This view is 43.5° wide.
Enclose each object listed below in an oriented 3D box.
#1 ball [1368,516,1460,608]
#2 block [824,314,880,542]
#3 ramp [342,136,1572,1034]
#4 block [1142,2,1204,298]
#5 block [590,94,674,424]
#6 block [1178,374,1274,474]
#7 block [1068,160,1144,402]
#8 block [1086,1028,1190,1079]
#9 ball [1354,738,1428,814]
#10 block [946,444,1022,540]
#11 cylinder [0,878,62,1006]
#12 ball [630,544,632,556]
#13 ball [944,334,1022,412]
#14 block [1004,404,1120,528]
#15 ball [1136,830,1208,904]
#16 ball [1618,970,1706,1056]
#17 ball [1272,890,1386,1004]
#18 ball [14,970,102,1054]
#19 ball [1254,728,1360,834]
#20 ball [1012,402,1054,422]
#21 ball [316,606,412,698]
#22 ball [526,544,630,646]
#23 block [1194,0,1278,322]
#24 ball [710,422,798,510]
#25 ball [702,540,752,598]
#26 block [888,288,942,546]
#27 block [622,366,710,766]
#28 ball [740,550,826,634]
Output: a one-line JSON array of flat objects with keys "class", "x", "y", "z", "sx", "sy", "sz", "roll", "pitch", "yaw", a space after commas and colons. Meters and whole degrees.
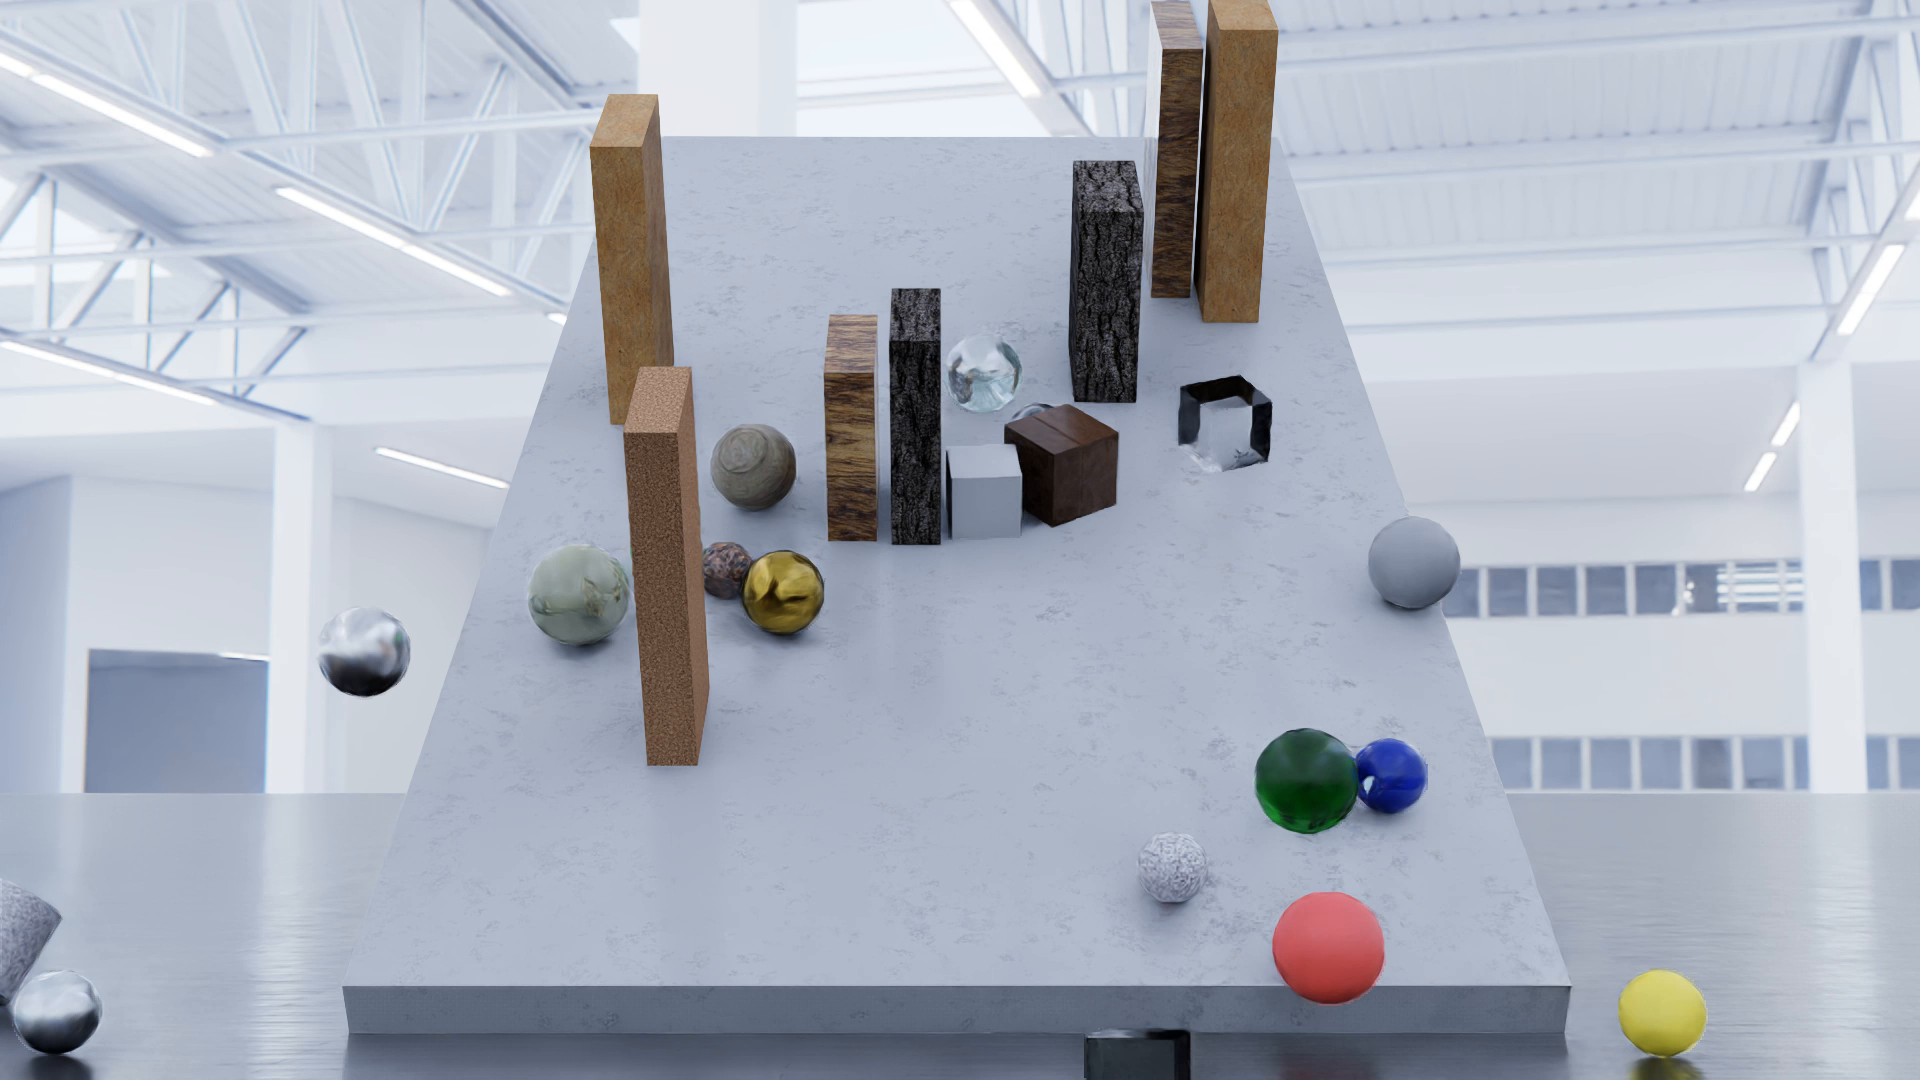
[{"class": "ball", "x": 0.930, "y": 0.046, "z": 4.932, "sx": 0.188, "sy": 0.188, "sz": 0.188, "roll": 0, "pitch": -6, "yaw": 0}, {"class": "block", "x": -0.232, "y": -0.244, "z": 5.222, "sx": 0.105, "sy": 0.402, "sz": 0.294, "roll": 0, "pitch": 29, "yaw": 0}, {"class": "ramp", "x": -0.013, "y": -0.214, "z": 5.680, "sx": 2.000, "sy": 0.100, "sz": 4.000, "roll": 0, "pitch": 29, "yaw": 0}, {"class": "block", "x": 0.554, "y": -1.029, "z": 6.342, "sx": 0.103, "sy": 0.674, "sz": 0.403, "roll": 0, "pitch": 29, "yaw": 0}, {"class": "block", "x": -0.766, "y": -0.659, "z": 5.660, "sx": 0.116, "sy": 0.690, "sz": 0.353, "roll": 0, "pitch": 29, "yaw": 0}, {"class": "block", "x": 0.606, "y": -0.265, "z": 5.517, "sx": 0.154, "sy": 0.154, "sz": 0.154, "roll": -12, "pitch": 32, "yaw": -21}, {"class": "block", "x": 0.349, "y": -0.625, "z": 5.811, "sx": 0.149, "sy": 0.490, "sz": 0.334, "roll": 0, "pitch": 29, "yaw": 0}, {"class": "block", "x": 0.216, "y": 0.650, "z": 2.907, "sx": 0.105, "sy": 0.105, "sz": 0.105, "roll": -2, "pitch": -6, "yaw": 16}, {"class": "ball", "x": 0.770, "y": 0.423, "z": 4.318, "sx": 0.134, "sy": 0.134, "sz": 0.134, "roll": 0, "pitch": -6, "yaw": 0}, {"class": "block", "x": 0.051, "y": -0.105, "z": 5.231, "sx": 0.151, "sy": 0.151, "sz": 0.151, "roll": -2, "pitch": 29, "yaw": -4}, {"class": "cylinder", "x": -1.787, "y": 0.736, "z": 4.438, "sx": 0.179, "sy": 0.179, "sz": 0.179, "roll": 18, "pitch": -29, "yaw": 11}, {"class": "ball", "x": -0.622, "y": 0.013, "z": 5.031, "sx": 0.138, "sy": 0.138, "sz": 0.138, "roll": 0, "pitch": -6, "yaw": 0}, {"class": "ball", "x": 0.055, "y": -0.396, "z": 5.710, "sx": 0.188, "sy": 0.188, "sz": 0.188, "roll": 0, "pitch": -6, "yaw": 0}, {"class": "block", "x": 0.221, "y": -0.166, "z": 5.312, "sx": 0.180, "sy": 0.180, "sz": 0.180, "roll": -20, "pitch": 35, "yaw": -31}, {"class": "ball", "x": 0.361, "y": 0.555, "z": 4.092, "sx": 0.122, "sy": 0.122, "sz": 0.122, "roll": 0, "pitch": -6, "yaw": 0}, {"class": "ball", "x": 1.059, "y": 0.714, "z": 3.631, "sx": 0.128, "sy": 0.128, "sz": 0.128, "roll": 0, "pitch": -6, "yaw": 0}, {"class": "ball", "x": 0.591, "y": 0.653, "z": 3.861, "sx": 0.179, "sy": 0.179, "sz": 0.179, "roll": 0, "pitch": -6, "yaw": 0}, {"class": "ball", "x": -1.370, "y": 0.717, "z": 3.657, "sx": 0.126, "sy": 0.126, "sz": 0.126, "roll": 0, "pitch": -6, "yaw": 0}, {"class": "ball", "x": 0.612, "y": 0.426, "z": 4.258, "sx": 0.186, "sy": 0.186, "sz": 0.186, "roll": 0, "pitch": -6, "yaw": 0}, {"class": "ball", "x": 0.180, "y": -0.245, "z": 5.494, "sx": 0.138, "sy": 0.138, "sz": 0.138, "roll": 0, "pitch": -6, "yaw": 0}, {"class": "ball", "x": -1.179, "y": 0.220, "z": 4.762, "sx": 0.183, "sy": 0.183, "sz": 0.183, "roll": 0, "pitch": -6, "yaw": 0}, {"class": "ball", "x": -0.760, "y": 0.108, "z": 4.795, "sx": 0.203, "sy": 0.203, "sz": 0.203, "roll": 0, "pitch": -6, "yaw": 0}, {"class": "block", "x": 0.697, "y": -0.968, "z": 6.132, "sx": 0.142, "sy": 0.773, "sz": 0.290, "roll": 0, "pitch": 29, "yaw": 0}, {"class": "ball", "x": -0.453, "y": -0.162, "z": 5.289, "sx": 0.191, "sy": 0.191, "sz": 0.191, "roll": 0, "pitch": -6, "yaw": 0}, {"class": "ball", "x": -0.485, "y": 0.061, "z": 4.966, "sx": 0.119, "sy": 0.119, "sz": 0.119, "roll": 0, "pitch": -6, "yaw": 0}, {"class": "block", "x": -0.094, "y": -0.265, "z": 5.179, "sx": 0.106, "sy": 0.482, "sz": 0.271, "roll": 0, "pitch": 29, "yaw": 0}, {"class": "block", "x": -0.532, "y": 0.052, "z": 4.400, "sx": 0.093, "sy": 0.690, "sz": 0.263, "roll": 0, "pitch": 29, "yaw": 0}, {"class": "ball", "x": -0.356, "y": 0.105, "z": 4.839, "sx": 0.169, "sy": 0.169, "sz": 0.169, "roll": 0, "pitch": -6, "yaw": 0}]
